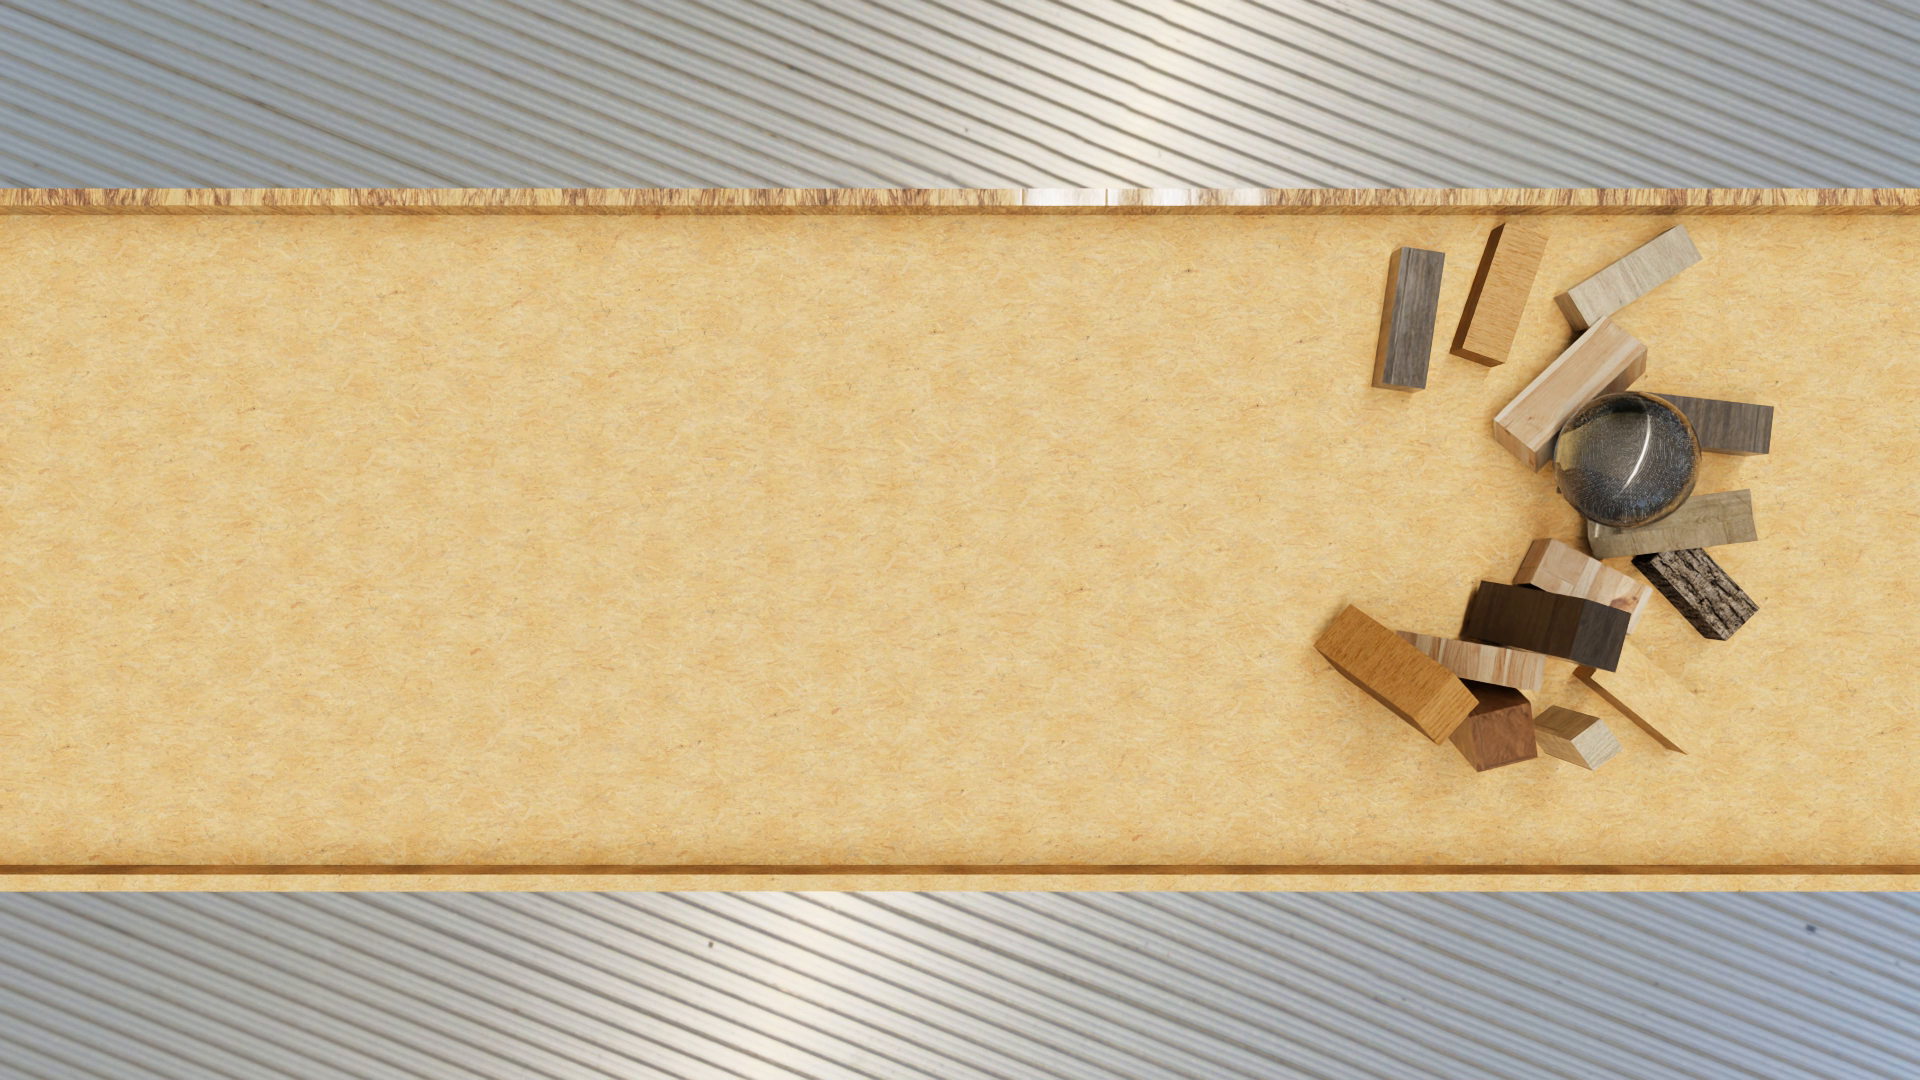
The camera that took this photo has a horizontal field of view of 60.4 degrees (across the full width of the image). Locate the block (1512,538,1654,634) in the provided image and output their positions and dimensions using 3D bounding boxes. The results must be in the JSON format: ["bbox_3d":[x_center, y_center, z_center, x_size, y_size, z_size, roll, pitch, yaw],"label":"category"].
[{"bbox_3d":[1.883,0.142,4.996,0.340,0.152,0.152,27,86,0],"label":"block"}]

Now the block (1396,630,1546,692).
[{"bbox_3d":[1.497,0.354,4.875,0.106,0.439,0.106,9,90,-40],"label":"block"}]

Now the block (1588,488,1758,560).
[{"bbox_3d":[2.113,-0.045,4.901,0.450,0.110,0.110,-8,49,29],"label":"block"}]

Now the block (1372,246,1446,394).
[{"bbox_3d":[1.361,-0.666,5.011,0.131,0.131,0.414,8,90,0],"label":"block"}]

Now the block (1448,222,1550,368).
[{"bbox_3d":[1.634,-0.741,5.008,0.137,0.137,0.400,19,90,0],"label":"block"}]

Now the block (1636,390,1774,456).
[{"bbox_3d":[2.221,-0.351,5.005,0.415,0.144,0.144,6,90,0],"label":"block"}]

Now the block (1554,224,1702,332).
[{"bbox_3d":[2.028,-0.795,5.014,0.399,0.125,0.125,-31,90,0],"label":"block"}]

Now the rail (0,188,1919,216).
[{"bbox_3d":[-2.247,-1.025,5.002,12.000,0.150,0.050,0,90,0],"label":"rail"}]

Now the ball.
[{"bbox_3d":[1.924,-0.231,4.763,0.399,0.399,0.399,0,90,0],"label":"ball"}]

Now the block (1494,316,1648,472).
[{"bbox_3d":[1.836,-0.437,4.965,0.454,0.164,0.164,-43,62,0],"label":"block"}]

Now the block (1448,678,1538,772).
[{"bbox_3d":[1.546,0.514,4.887,0.180,0.341,0.180,-14,108,0],"label":"block"}]

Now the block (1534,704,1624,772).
[{"bbox_3d":[1.814,0.583,4.885,0.108,0.383,0.108,-37,90,0],"label":"block"}]

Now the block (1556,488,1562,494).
[{"bbox_3d":[1.996,-0.165,5.019,0.302,0.114,0.114,13,90,0],"label":"block"}]

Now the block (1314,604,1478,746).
[{"bbox_3d":[1.273,0.391,4.841,0.170,0.460,0.170,-48,126,0],"label":"block"}]

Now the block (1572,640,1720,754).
[{"bbox_3d":[2.076,0.468,5.001,0.373,0.151,0.151,38,90,0],"label":"block"}]

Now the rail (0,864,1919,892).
[{"bbox_3d":[-2.247,1.025,5.001,12.000,0.150,0.050,0,90,0],"label":"rail"}]

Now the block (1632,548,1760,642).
[{"bbox_3d":[2.230,0.136,5.006,0.142,0.142,0.328,-44,90,0],"label":"block"}]

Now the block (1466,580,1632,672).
[{"bbox_3d":[1.720,0.249,4.840,0.176,0.438,0.176,16,90,-23],"label":"block"}]
